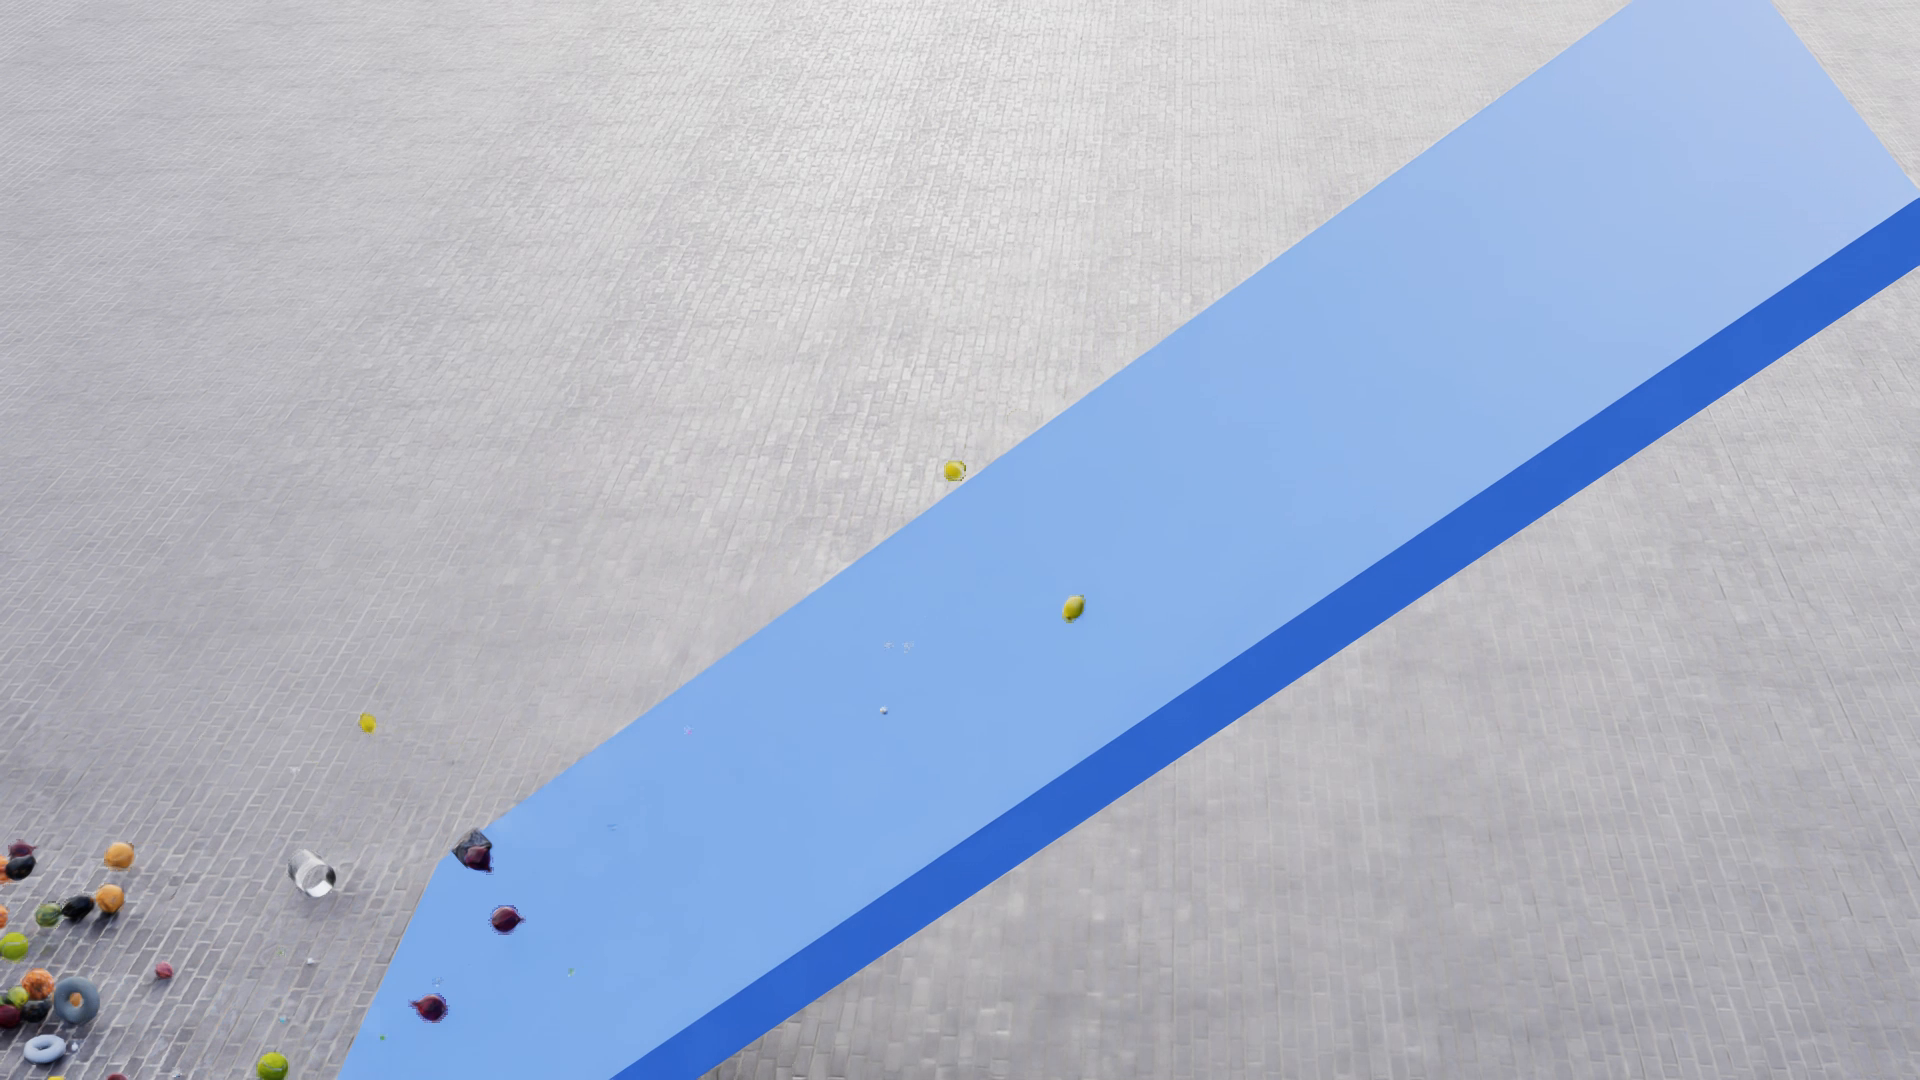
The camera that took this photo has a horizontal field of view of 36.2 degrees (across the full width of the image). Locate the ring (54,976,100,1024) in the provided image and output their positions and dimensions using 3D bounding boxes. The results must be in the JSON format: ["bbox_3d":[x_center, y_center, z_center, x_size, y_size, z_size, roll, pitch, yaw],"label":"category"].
[{"bbox_3d":[-2.177,1.133,7.247,0.120,0.120,0.040,3,3,7],"label":"ring"}]

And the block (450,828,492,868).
[{"bbox_3d":[-1.261,0.795,7.595,0.064,0.064,0.064,-27,21,41],"label":"block"}]

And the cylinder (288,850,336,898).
[{"bbox_3d":[-1.728,0.889,7.839,0.095,0.095,0.095,-16,28,-32],"label":"cylinder"}]

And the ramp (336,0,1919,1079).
[{"bbox_3d":[0.123,0.184,6.336,4.000,0.100,2.000,-36,16,18],"label":"ramp"}]

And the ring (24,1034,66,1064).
[{"bbox_3d":[-2.218,1.234,7.128,0.100,0.033,0.100,0,24,0],"label":"ring"}]
